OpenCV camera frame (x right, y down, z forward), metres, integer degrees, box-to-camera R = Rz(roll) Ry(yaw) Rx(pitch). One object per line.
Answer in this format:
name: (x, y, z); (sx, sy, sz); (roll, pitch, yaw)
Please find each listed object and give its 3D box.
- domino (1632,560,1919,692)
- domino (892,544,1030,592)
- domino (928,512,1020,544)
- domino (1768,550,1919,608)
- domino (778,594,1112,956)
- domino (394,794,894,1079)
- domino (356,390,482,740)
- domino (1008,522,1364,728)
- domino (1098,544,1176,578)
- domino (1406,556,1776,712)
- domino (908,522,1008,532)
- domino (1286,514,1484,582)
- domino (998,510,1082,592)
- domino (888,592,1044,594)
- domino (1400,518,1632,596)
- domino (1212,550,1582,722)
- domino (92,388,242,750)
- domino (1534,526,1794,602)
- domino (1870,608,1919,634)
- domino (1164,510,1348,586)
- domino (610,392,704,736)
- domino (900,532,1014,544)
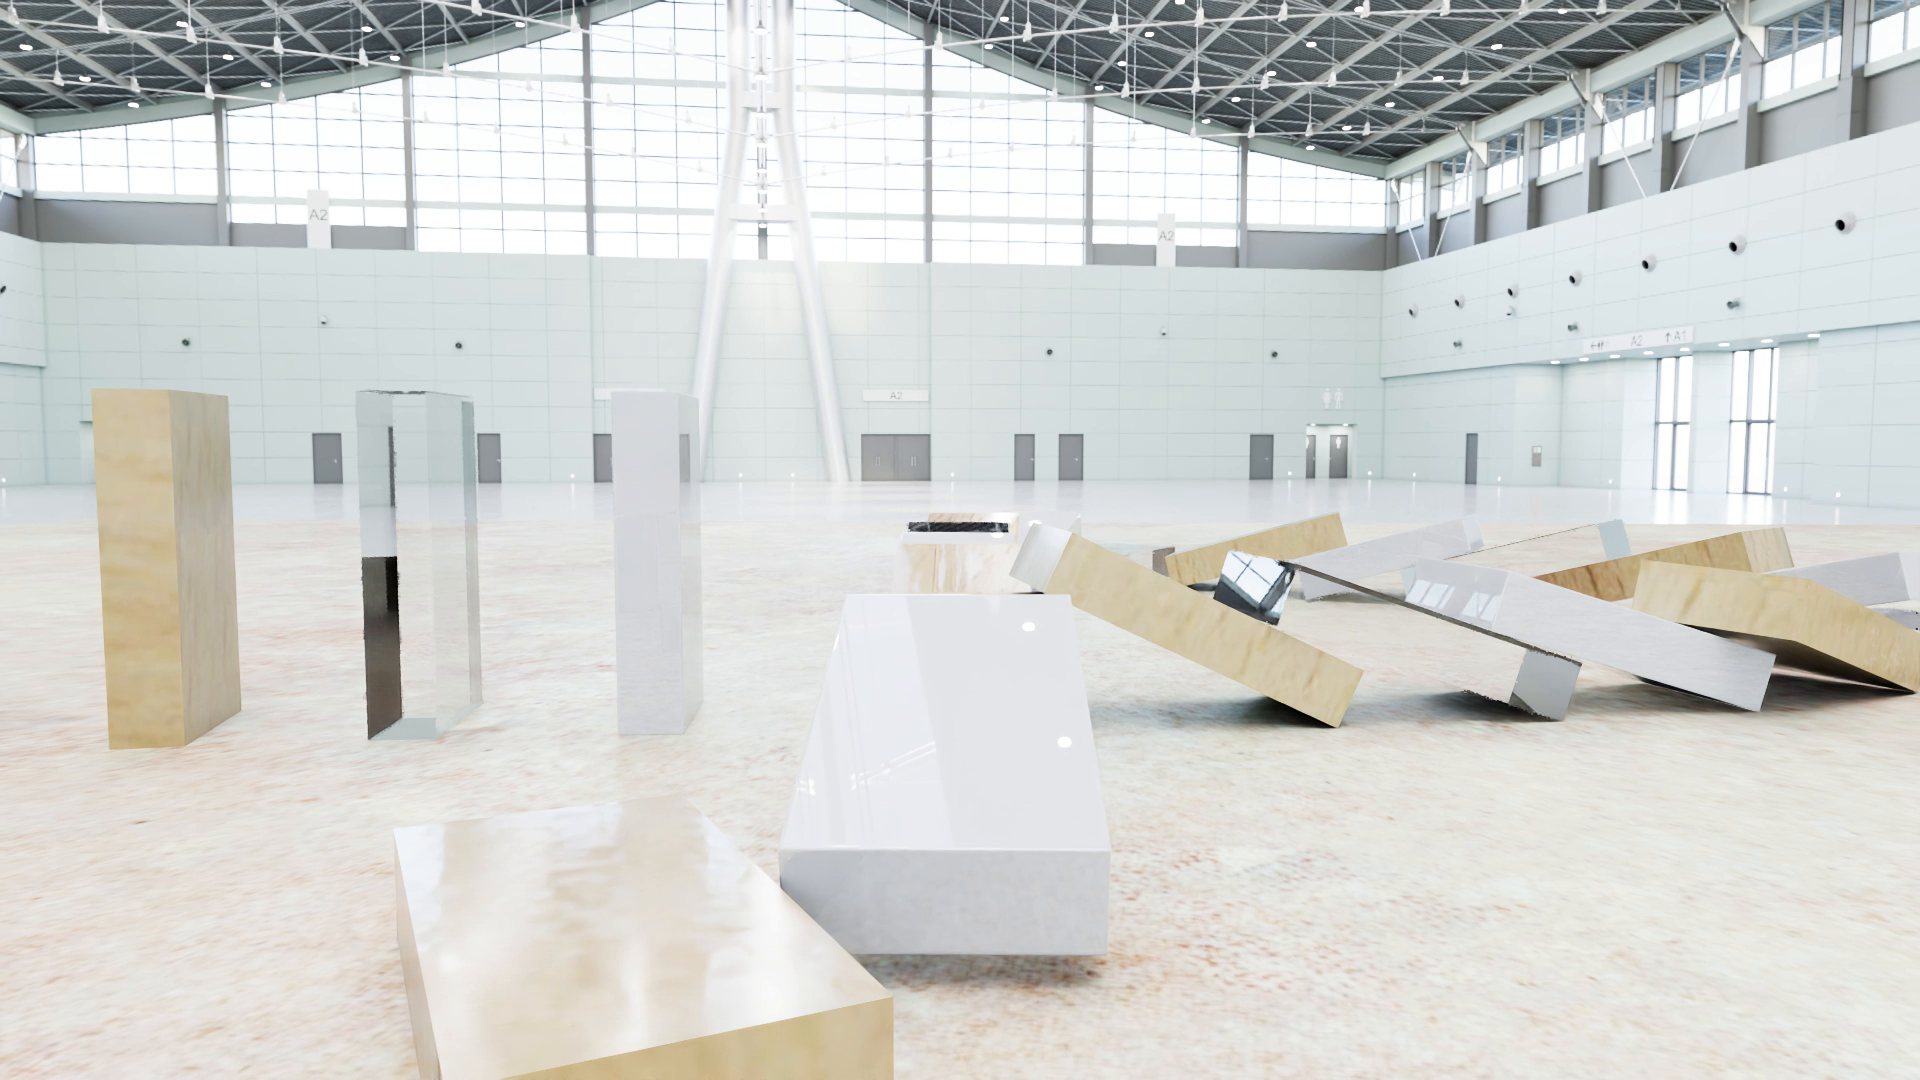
domino: (0.138, 0.015, 0.216); (0.050, 0.009, 0.025); (16, -3, -35)
domino: (0.000, 0.014, 0.231); (0.025, 0.010, 0.050); (0, 20, 0)
domino: (0.002, 0.006, 0.335); (0.025, 0.009, 0.050); (0, 21, 4)
domino: (0.181, 0.011, 0.274); (0.025, 0.009, 0.050); (-2, -10, -28)
domino: (-0.001, 0.019, 0.121); (0.025, 0.010, 0.050); (0, 20, 1)
domino: (-0.026, 0.031, 0.094); (0.025, 0.010, 0.050); (-2, 5, -26)
domino: (-0.082, 0.003, 0.195); (0.010, 0.050, 0.025); (0, 4, -6)
domino: (0.034, 0.013, 0.200); (0.050, 0.009, 0.025); (25, 0, -11)
domino: (0.045, 0.008, 0.399); (0.025, 0.009, 0.050); (3, 5, 33)
domino: (0.102, 0.015, 0.211); (0.050, 0.009, 0.025); (16, 1, -12)
domino: (-0.001, 0.009, 0.300); (0.025, 0.009, 0.050); (0, 20, 2)
domino: (0.118, 0.004, 0.358); (0.050, 0.009, 0.025); (-16, -5, 29)
domino: (0.017, 0.004, 0.369); (0.025, 0.009, 0.050); (1, 19, 18)
domino: (0.001, 0.020, 0.182); (0.025, 0.010, 0.050); (0, 15, 0)
domino: (0.144, 0.006, 0.335); (0.050, 0.009, 0.025); (-18, -8, 39)
domino: (0.068, 0.015, 0.204); (0.050, 0.009, 0.025); (18, 0, -12)
domino: (-0.117, 0.003, 0.190); (0.009, 0.050, 0.025); (-1, 4, -13)
domino: (0.166, 0.008, 0.306); (0.025, 0.010, 0.050); (-4, -11, -39)
domino: (0.182, 0.020, 0.232); (0.025, 0.010, 0.050); (-1, 4, -13)
domino: (0.087, 0.003, 0.376); (0.050, 0.009, 0.025); (-15, -2, 16)
domino: (-0.046, 0.003, 0.198); (0.009, 0.050, 0.025); (0, 4, -5)
domino: (-0.001, 0.011, 0.265); (0.025, 0.010, 0.050); (0, 20, 1)
